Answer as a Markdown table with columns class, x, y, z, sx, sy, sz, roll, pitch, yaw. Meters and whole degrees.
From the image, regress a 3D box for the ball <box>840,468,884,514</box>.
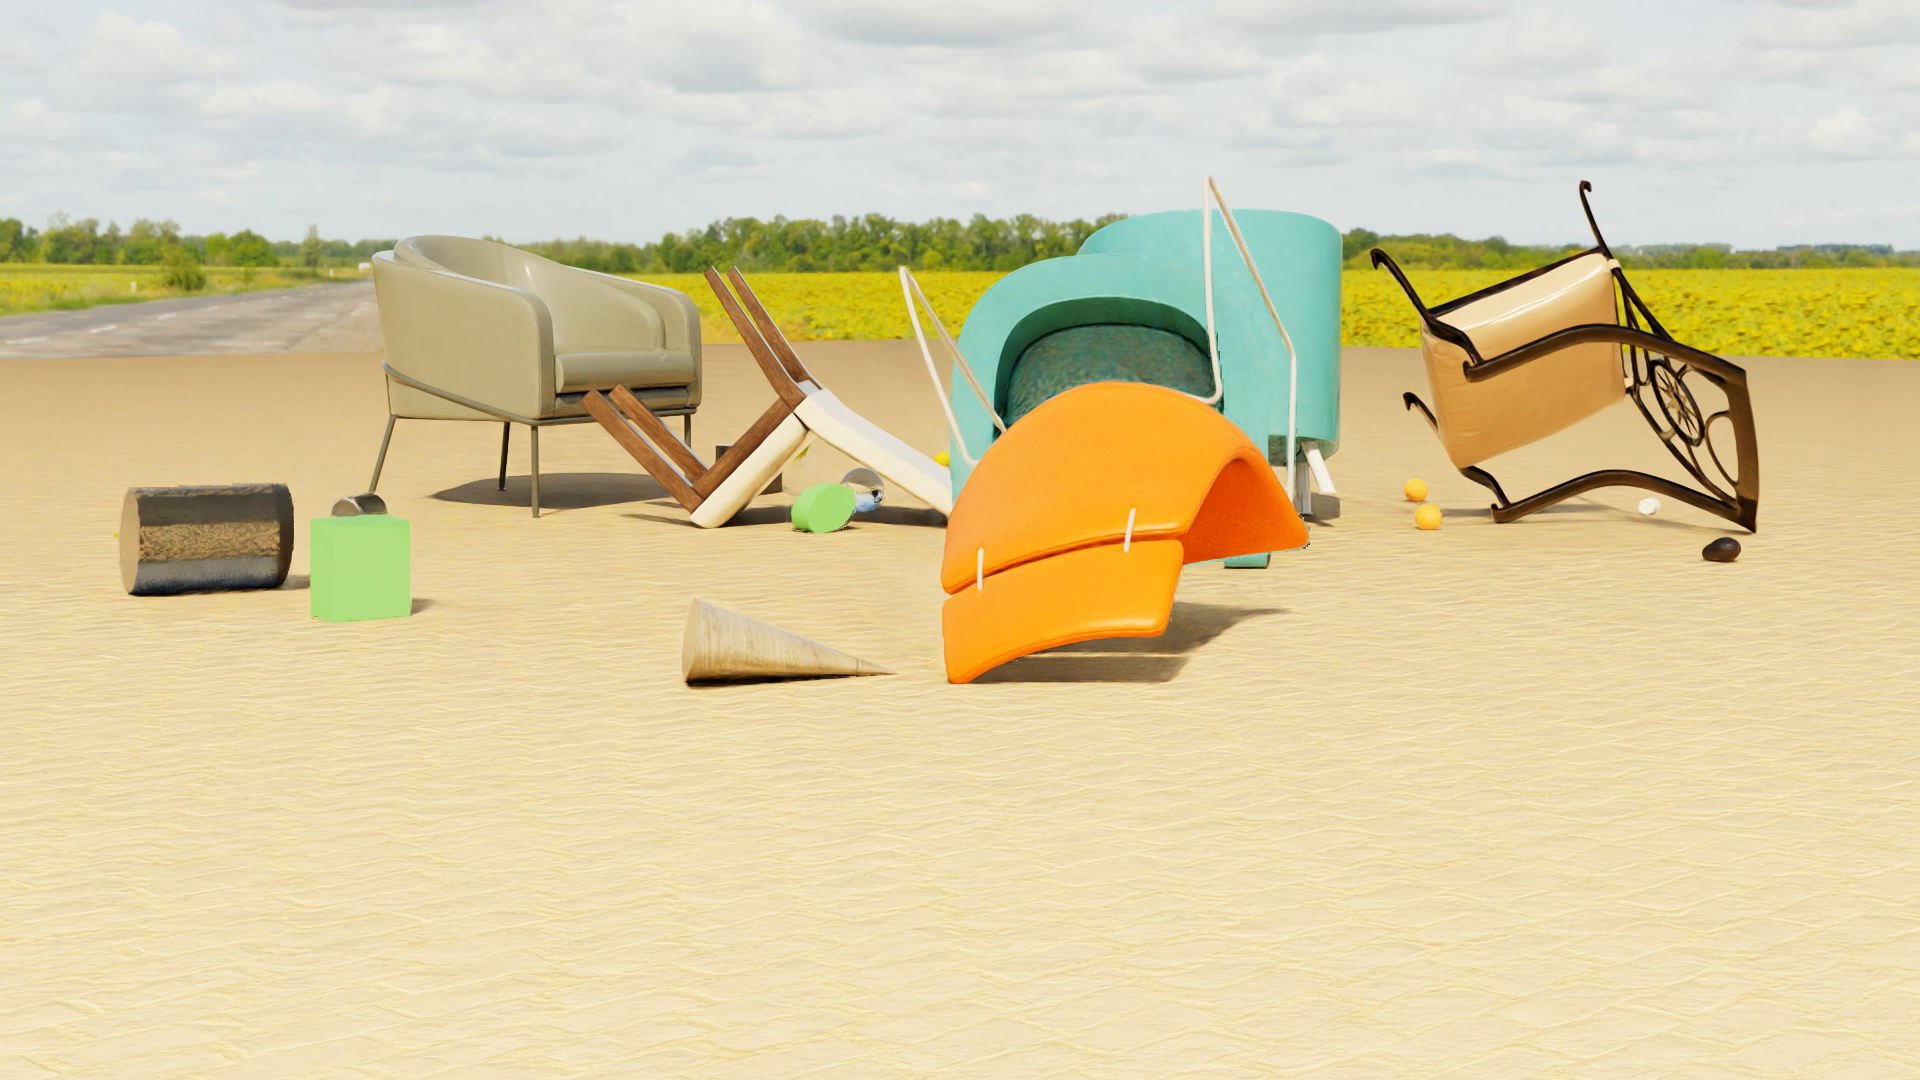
| class | x | y | z | sx | sy | sz | roll | pitch | yaw |
| --- | --- | --- | --- | --- | --- | --- | --- | --- | --- |
| ball | -0.274 | -0.139 | 7.136 | 0.127 | 0.127 | 0.127 | 0 | 6 | 0 |

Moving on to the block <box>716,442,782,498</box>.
| class | x | y | z | sx | sy | sz | roll | pitch | yaw |
| --- | --- | --- | --- | --- | --- | --- | --- | --- | --- |
| block | -0.637 | -0.215 | 7.748 | 0.111 | 0.153 | 0.209 | 3 | 6 | 25 |

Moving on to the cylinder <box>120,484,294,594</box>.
| class | x | y | z | sx | sy | sz | roll | pitch | yaw |
| --- | --- | --- | --- | --- | --- | --- | --- | --- | --- |
| cylinder | -1.569 | -0.003 | 5.340 | 0.308 | 0.191 | 0.289 | -3 | -27 | -27 |

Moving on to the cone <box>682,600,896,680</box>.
| class | x | y | z | sx | sy | sz | roll | pitch | yaw |
| --- | --- | --- | --- | --- | --- | --- | --- | --- | --- |
| cone | -0.272 | 0.193 | 4.228 | 0.351 | 0.131 | 0.315 | 10 | 2 | -9 |

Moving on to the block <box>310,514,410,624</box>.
| class | x | y | z | sx | sy | sz | roll | pitch | yaw |
| --- | --- | --- | --- | --- | --- | --- | --- | --- | --- |
| block | -1.155 | 0.054 | 4.941 | 0.158 | 0.188 | 0.106 | -4 | 11 | -37 |

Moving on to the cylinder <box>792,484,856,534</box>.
| class | x | y | z | sx | sy | sz | roll | pitch | yaw |
| --- | --- | --- | --- | --- | --- | --- | --- | --- | --- |
| cylinder | -0.353 | -0.082 | 6.618 | 0.154 | 0.106 | 0.084 | -38 | 24 | -24 |

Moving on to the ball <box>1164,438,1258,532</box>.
| class | x | y | z | sx | sy | sz | roll | pitch | yaw |
| --- | --- | --- | --- | --- | --- | --- | --- | --- | --- |
| ball | 0.647 | -0.141 | 6.614 | 0.240 | 0.240 | 0.240 | 0 | 6 | 0 |
